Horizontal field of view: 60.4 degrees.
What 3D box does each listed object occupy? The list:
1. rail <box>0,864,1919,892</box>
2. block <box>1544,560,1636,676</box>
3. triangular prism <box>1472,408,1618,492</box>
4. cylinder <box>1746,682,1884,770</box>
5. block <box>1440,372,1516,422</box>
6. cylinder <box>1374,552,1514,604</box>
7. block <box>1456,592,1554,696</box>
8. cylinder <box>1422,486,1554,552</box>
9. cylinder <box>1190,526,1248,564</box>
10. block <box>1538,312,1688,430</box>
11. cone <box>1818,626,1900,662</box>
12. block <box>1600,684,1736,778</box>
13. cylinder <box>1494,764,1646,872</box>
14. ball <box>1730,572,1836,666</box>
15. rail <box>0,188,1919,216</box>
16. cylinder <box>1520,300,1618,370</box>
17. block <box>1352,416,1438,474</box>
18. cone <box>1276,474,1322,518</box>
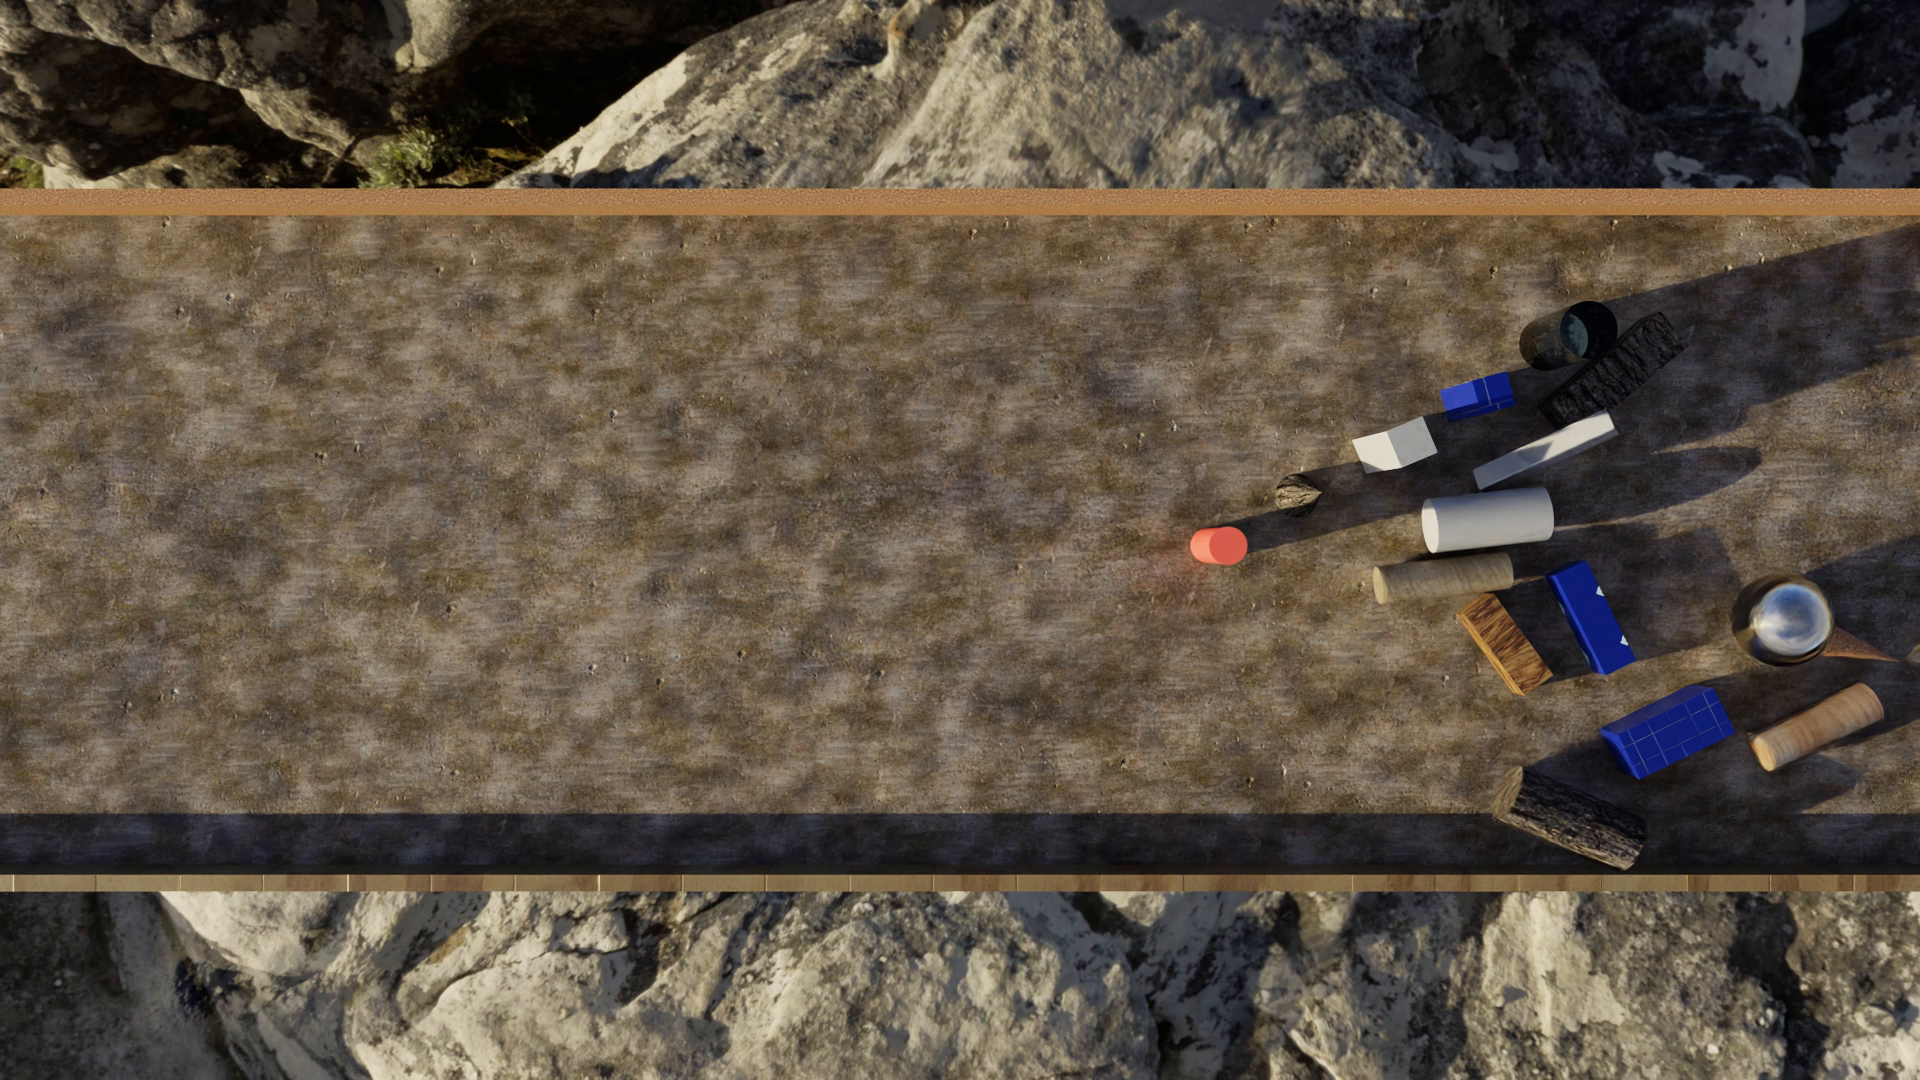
[{"bbox_3d":[-2.247,1.025,5.001,12.000,0.150,0.050,0,90,0],"label":"rail"},{"bbox_3d":[1.918,0.235,5.025,0.102,0.102,0.336,-27,90,0],"label":"block"},{"bbox_3d":[1.757,-0.253,4.950,0.421,0.077,0.089,-27,98,23],"label":"triangular prism"},{"bbox_3d":[2.598,0.567,5.014,0.366,0.126,0.126,-25,90,0],"label":"cylinder"},{"bbox_3d":[1.540,-0.425,4.917,0.103,0.320,0.103,-16,90,0],"label":"block"},{"bbox_3d":[1.468,0.114,5.019,0.394,0.116,0.116,-7,90,0],"label":"cylinder"},{"bbox_3d":[1.656,0.316,5.023,0.107,0.107,0.302,-36,90,0],"label":"block"},{"bbox_3d":[1.595,-0.062,4.993,0.346,0.167,0.167,-6,90,0],"label":"cylinder"},{"bbox_3d":[0.764,0.016,4.888,0.109,0.378,0.109,0,90,0],"label":"cylinder"},{"bbox_3d":[1.979,-0.498,5.010,0.425,0.133,0.133,-40,90,0],"label":"block"},{"bbox_3d":[2.740,0.332,5.046,0.336,0.123,0.123,16,90,-10],"label":"cone"},{"bbox_3d":[2.142,0.579,5.002,0.317,0.149,0.149,-26,90,0],"label":"block"},{"bbox_3d":[1.841,0.840,4.988,0.401,0.177,0.177,23,90,0],"label":"cylinder"},{"bbox_3d":[2.461,0.239,4.936,0.280,0.280,0.280,0,90,0],"label":"ball"},{"bbox_3d":[-2.247,-1.025,5.002,12.000,0.150,0.050,0,90,0],"label":"rail"},{"bbox_3d":[1.804,-0.603,4.903,0.166,0.346,0.166,0,90,0],"label":"cylinder"},{"bbox_3d":[1.280,-0.278,4.873,0.112,0.406,0.112,-23,90,0],"label":"block"},{"bbox_3d":[1.037,-0.137,4.903,0.135,0.347,0.135,0,90,0],"label":"cone"}]
